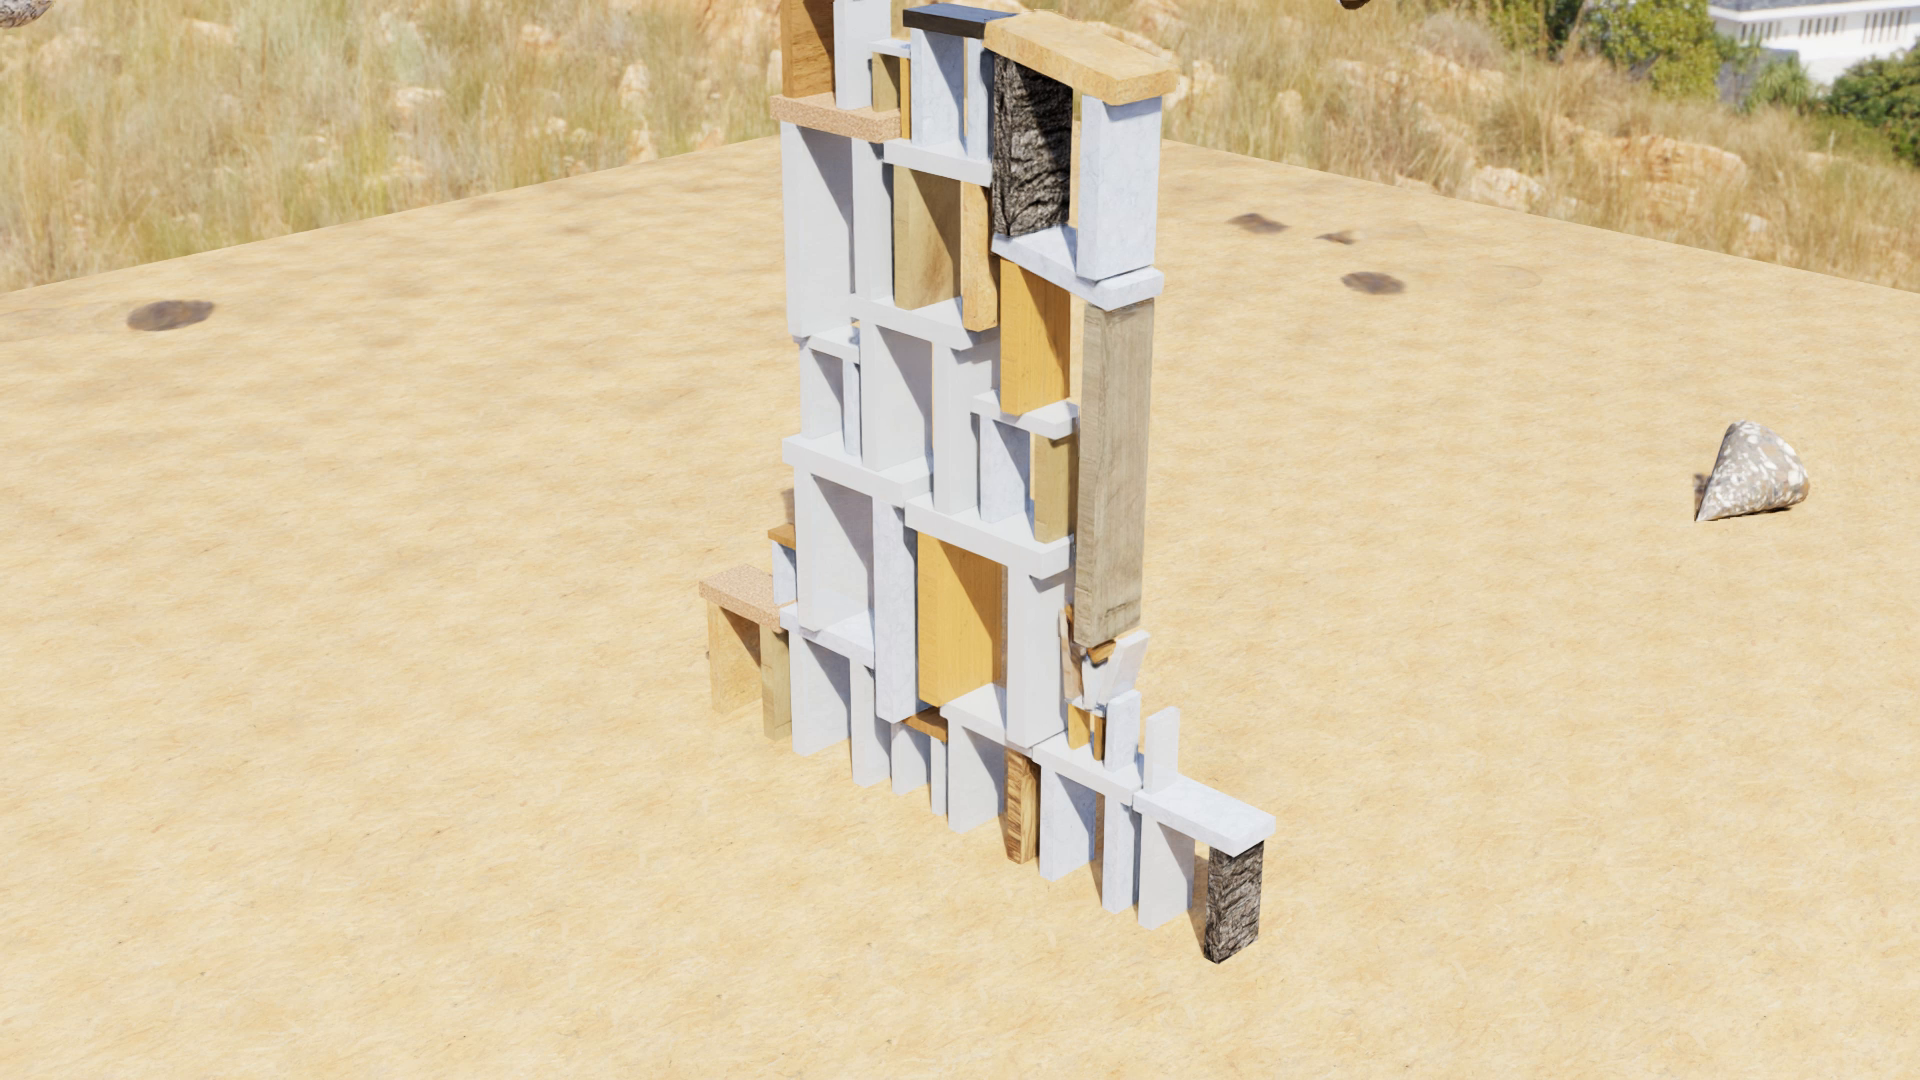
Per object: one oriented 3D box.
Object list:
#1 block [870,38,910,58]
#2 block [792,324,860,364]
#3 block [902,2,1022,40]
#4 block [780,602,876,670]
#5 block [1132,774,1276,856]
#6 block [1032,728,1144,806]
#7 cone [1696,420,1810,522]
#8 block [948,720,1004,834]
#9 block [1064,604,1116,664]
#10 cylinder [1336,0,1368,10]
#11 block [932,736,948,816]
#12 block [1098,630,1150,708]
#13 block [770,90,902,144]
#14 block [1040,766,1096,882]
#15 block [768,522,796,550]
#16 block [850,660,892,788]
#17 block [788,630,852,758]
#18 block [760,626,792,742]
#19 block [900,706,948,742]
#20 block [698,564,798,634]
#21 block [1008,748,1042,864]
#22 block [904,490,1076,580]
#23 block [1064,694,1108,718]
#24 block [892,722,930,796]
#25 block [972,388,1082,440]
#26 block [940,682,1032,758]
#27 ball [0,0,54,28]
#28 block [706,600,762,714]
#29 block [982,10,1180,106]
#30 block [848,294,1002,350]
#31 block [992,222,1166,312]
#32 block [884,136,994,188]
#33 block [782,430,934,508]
[{"bbox_3d":[-0.107,-0.885,3.959,0.054,0.015,0.108,-21,31,-40],"label":"block"},{"bbox_3d":[-0.228,-0.390,4.299,0.097,0.027,0.194,-21,31,-40],"label":"block"},{"bbox_3d":[0.010,-0.903,3.827,0.207,0.029,0.104,21,31,40],"label":"block"},{"bbox_3d":[-0.226,0.182,4.551,0.284,0.040,0.142,21,31,41],"label":"block"},{"bbox_3d":[0.439,0.492,3.960,0.234,0.033,0.117,21,31,41],"label":"block"},{"bbox_3d":[0.265,0.419,4.112,0.241,0.034,0.121,21,31,41],"label":"block"},{"bbox_3d":[2.070,-0.127,5.902,0.278,0.278,0.278,-37,35,-14],"label":"cone"},{"bbox_3d":[0.033,0.451,4.382,0.123,0.246,0.035,-21,31,-41],"label":"block"},{"bbox_3d":[0.241,0.164,4.025,0.058,0.115,0.016,-22,-9,-42],"label":"block"},{"bbox_3d":[1.283,-1.895,7.339,0.180,0.180,0.180,-15,48,-31],"label":"cylinder"},{"bbox_3d":[-0.018,0.463,4.446,0.087,0.175,0.025,-21,31,-41],"label":"block"},{"bbox_3d":[0.298,0.234,3.996,0.071,0.142,0.020,-21,48,-41],"label":"block"},{"bbox_3d":[-0.200,-0.796,4.100,0.150,0.042,0.300,-21,31,-40],"label":"block"},{"bbox_3d":[0.208,0.523,4.218,0.034,0.241,0.121,21,31,41],"label":"block"},{"bbox_3d":[-0.337,-0.003,4.595,0.063,0.018,0.125,-21,31,-41],"label":"block"},{"bbox_3d":[-0.159,0.358,4.553,0.040,0.284,0.142,21,31,41],"label":"block"},{"bbox_3d":[-0.293,0.306,4.677,0.040,0.284,0.142,21,31,41],"label":"block"},{"bbox_3d":[-0.364,0.288,4.741,0.038,0.266,0.133,21,31,41],"label":"block"},{"bbox_3d":[-0.060,0.355,4.445,0.087,0.025,0.175,-21,31,-41],"label":"block"},{"bbox_3d":[-0.427,0.124,4.739,0.266,0.038,0.133,21,31,41],"label":"block"},{"bbox_3d":[0.148,0.497,4.275,0.123,0.246,0.035,-21,31,-41],"label":"block"},{"bbox_3d":[0.085,-0.026,4.123,0.179,0.051,0.357,-21,31,-40],"label":"block"},{"bbox_3d":[0.245,0.302,4.090,0.093,0.013,0.046,21,31,40],"label":"block"},{"bbox_3d":[-0.100,0.431,4.522,0.087,0.175,0.025,-21,31,-41],"label":"block"},{"bbox_3d":[0.132,-0.233,3.982,0.206,0.029,0.103,21,31,41],"label":"block"},{"bbox_3d":[0.090,0.345,4.274,0.123,0.035,0.246,-21,31,-41],"label":"block"},{"bbox_3d":[-2.605,-1.538,5.971,0.292,0.292,0.292,0,23,0],"label":"ball"},{"bbox_3d":[-0.490,0.239,4.856,0.038,0.266,0.133,21,31,41],"label":"block"},{"bbox_3d":[0.200,-0.804,3.659,0.152,0.043,0.303,-22,42,-41],"label":"block"},{"bbox_3d":[-0.052,-0.421,4.093,0.296,0.042,0.148,21,31,41],"label":"block"},{"bbox_3d":[0.202,-0.481,3.802,0.139,0.039,0.278,-22,42,-41],"label":"block"},{"bbox_3d":[0.004,-0.682,3.923,0.133,0.038,0.266,-21,31,-41],"label":"block"},{"bbox_3d":[-0.171,-0.155,4.340,0.174,0.049,0.348,-21,31,-40],"label":"block"}]
